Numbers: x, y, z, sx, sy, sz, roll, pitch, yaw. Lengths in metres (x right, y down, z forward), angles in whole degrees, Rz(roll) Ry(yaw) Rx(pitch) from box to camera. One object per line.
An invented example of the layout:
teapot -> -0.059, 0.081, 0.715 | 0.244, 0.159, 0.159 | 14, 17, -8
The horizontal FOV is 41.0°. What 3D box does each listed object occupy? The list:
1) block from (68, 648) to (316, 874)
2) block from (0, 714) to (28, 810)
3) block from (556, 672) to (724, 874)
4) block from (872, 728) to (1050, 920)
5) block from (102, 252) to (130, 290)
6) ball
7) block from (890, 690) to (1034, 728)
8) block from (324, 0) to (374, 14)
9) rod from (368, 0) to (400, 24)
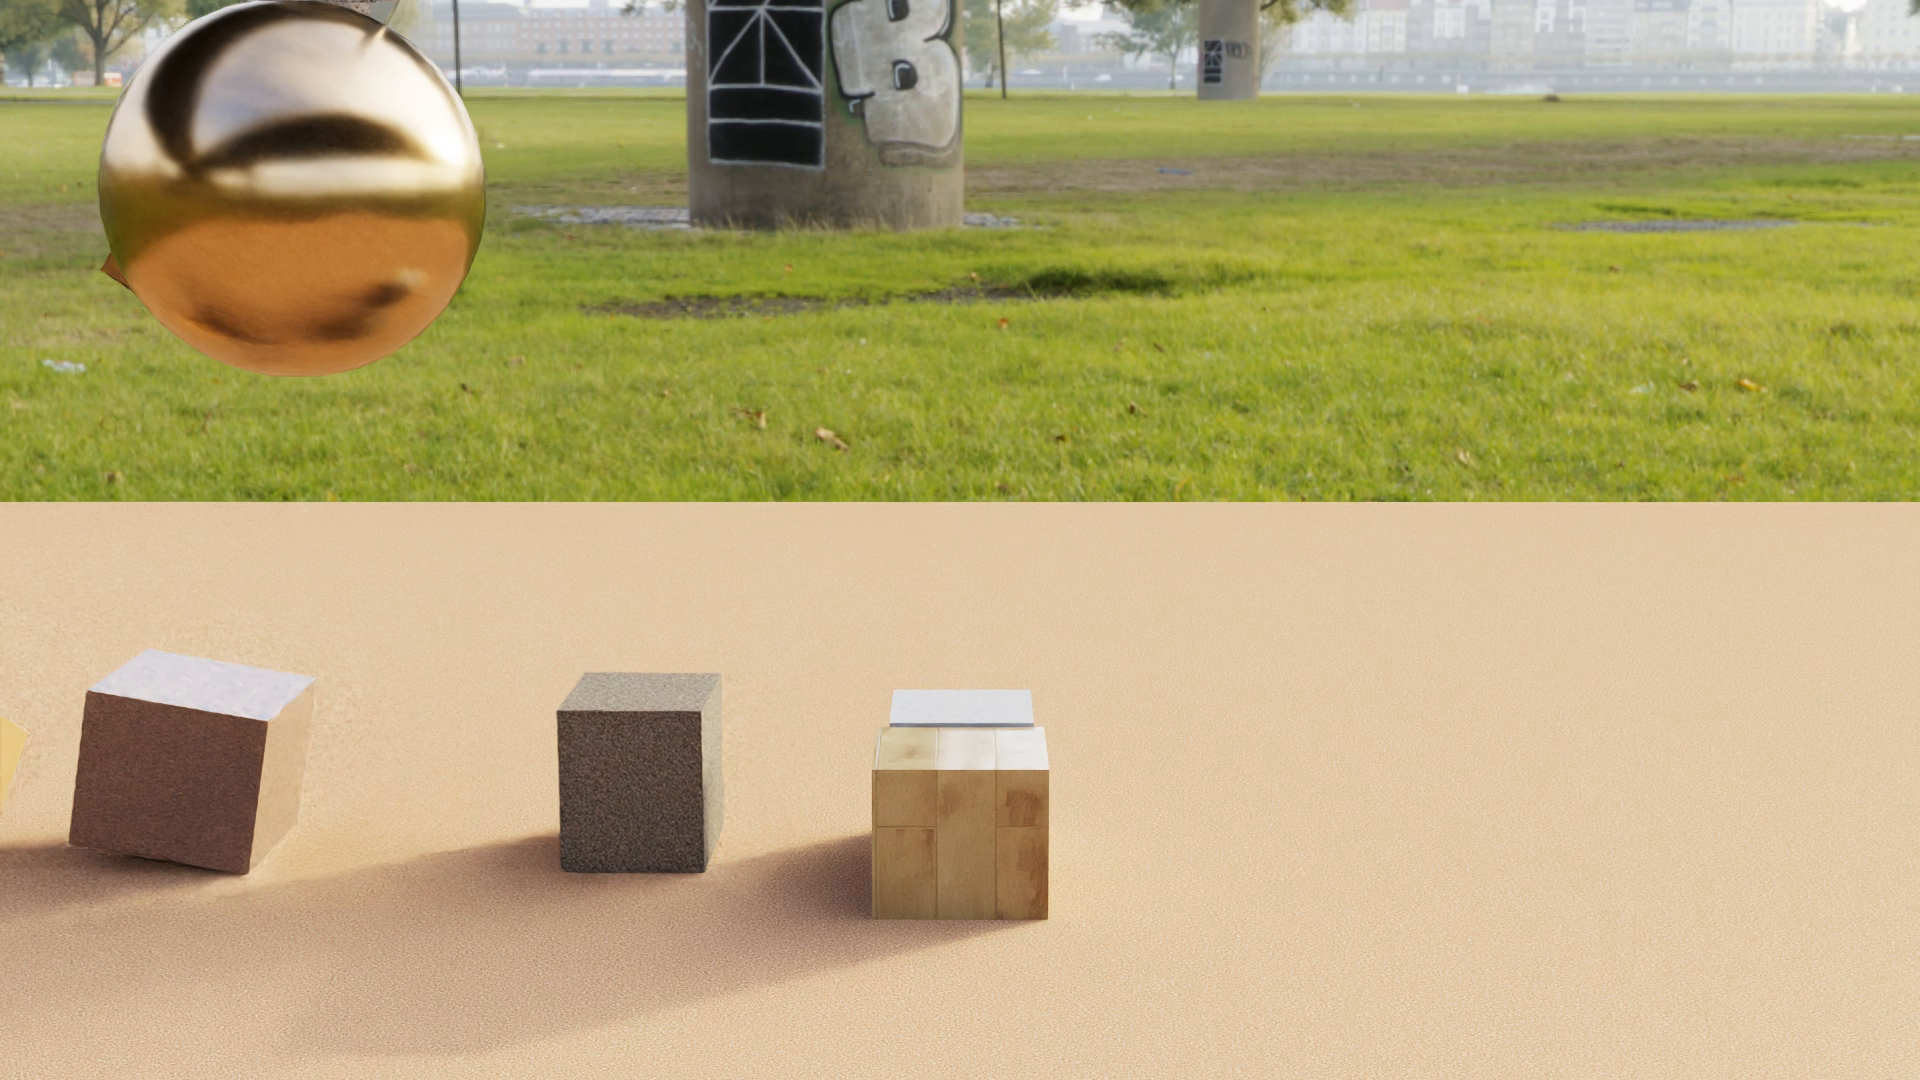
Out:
block -> -3.487, 0.999, 11.718 | 0.806, 0.713, 0.826 | 10, 10, -1
block -> -4.740, 1.021, 11.765 | 0.535, 0.551, 0.539 | 2, -27, 18
block -> -1.447, 1.051, 11.717 | 0.640, 0.741, 0.735 | 0, 10, 1
block -> 0.002, 1.212, 11.076 | 0.740, 0.652, 0.704 | 0, 10, 0
block -> -3.508, -1.316, 12.244 | 0.745, 0.627, 0.608 | 26, -7, 11
ball -> -2.824, -1.490, 10.909 | 1.600, 1.600, 1.600 | 0, 10, 0
block -> 0.009, 1.084, 11.737 | 0.641, 0.669, 0.621 | 0, 10, 0
block -> -2.853, -2.516, 11.371 | 0.483, 0.475, 0.440 | 11, 19, -22
rod -> -1.224, -4.441, 10.373 | 0.080, 5.200, 0.080 | 28, 9, -5
